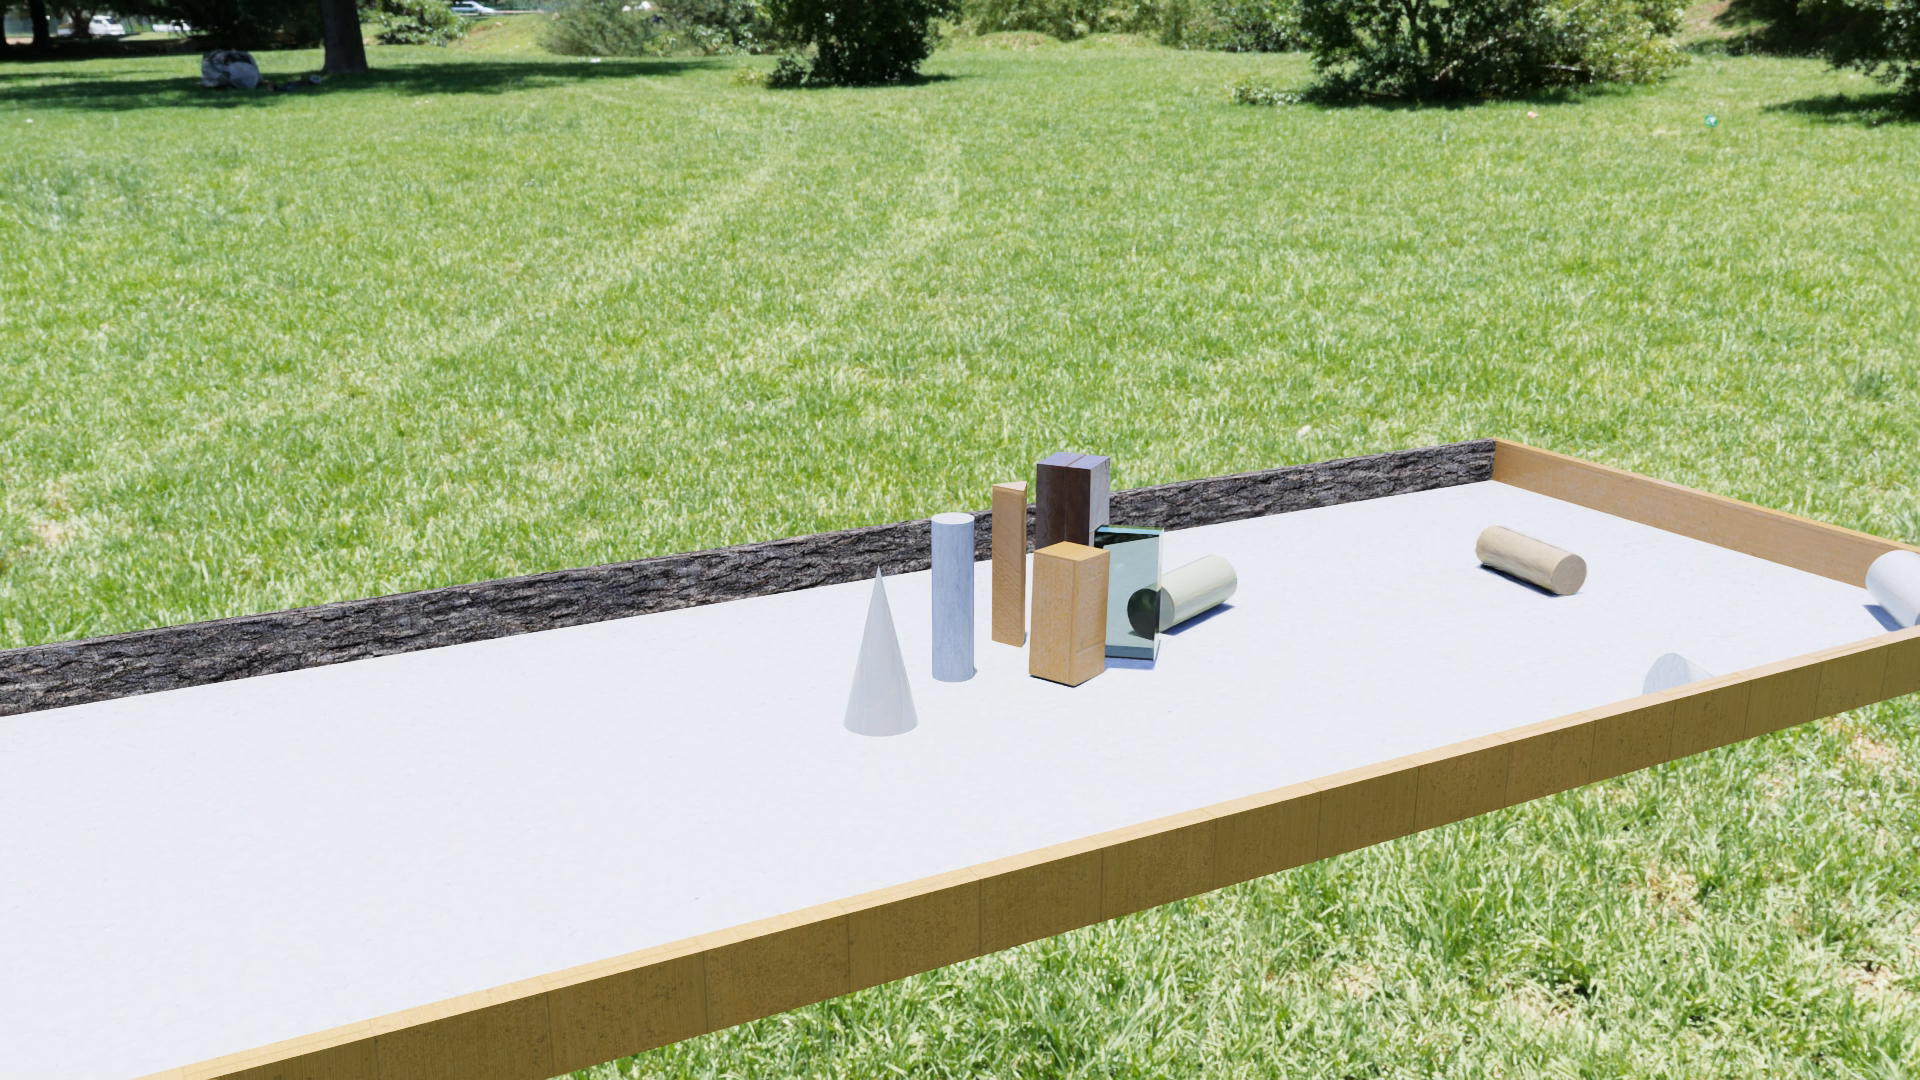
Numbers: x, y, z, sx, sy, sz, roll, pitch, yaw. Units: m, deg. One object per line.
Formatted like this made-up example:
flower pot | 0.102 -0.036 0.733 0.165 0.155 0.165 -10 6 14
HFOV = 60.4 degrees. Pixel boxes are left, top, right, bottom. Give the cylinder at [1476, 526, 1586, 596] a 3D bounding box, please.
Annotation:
cylinder | 1.703 0.059 4.932 0.126 0.126 0.338 -7 18 -22

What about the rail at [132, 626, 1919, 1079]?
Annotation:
rail | -2.336 1.006 1.665 12.000 0.150 0.050 -9 18 -27

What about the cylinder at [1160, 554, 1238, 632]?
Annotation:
cylinder | 0.629 0.146 4.607 0.142 0.142 0.328 13 21 38

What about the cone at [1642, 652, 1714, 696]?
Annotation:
cone | 1.800 0.386 3.890 0.311 0.177 0.177 14 14 -11

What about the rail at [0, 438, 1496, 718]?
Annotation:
rail | -3.305 0.497 3.399 12.000 0.150 0.050 -9 18 -27

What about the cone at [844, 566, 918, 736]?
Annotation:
cone | -0.187 0.243 3.839 0.179 0.389 0.179 0 16 0

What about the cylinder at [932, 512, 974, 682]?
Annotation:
cylinder | -0.018 0.145 4.129 0.107 0.414 0.107 0 16 0

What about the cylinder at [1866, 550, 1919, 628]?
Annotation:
cylinder | 2.621 0.166 4.488 0.170 0.170 0.410 3 17 11

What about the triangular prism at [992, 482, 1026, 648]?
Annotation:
triangular prism | 0.149 0.061 4.381 0.098 0.432 0.085 12 20 36

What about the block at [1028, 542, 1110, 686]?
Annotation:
block | 0.275 0.183 4.151 0.138 0.321 0.138 12 17 36

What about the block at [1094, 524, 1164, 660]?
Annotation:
block | 0.433 0.134 4.283 0.165 0.325 0.165 3 7 10

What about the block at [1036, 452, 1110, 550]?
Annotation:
block | 0.311 -0.003 4.567 0.156 0.449 0.156 7 18 24

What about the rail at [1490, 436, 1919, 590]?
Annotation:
rail | 2.466 -0.048 5.253 0.050 0.150 2.100 -9 18 -27
